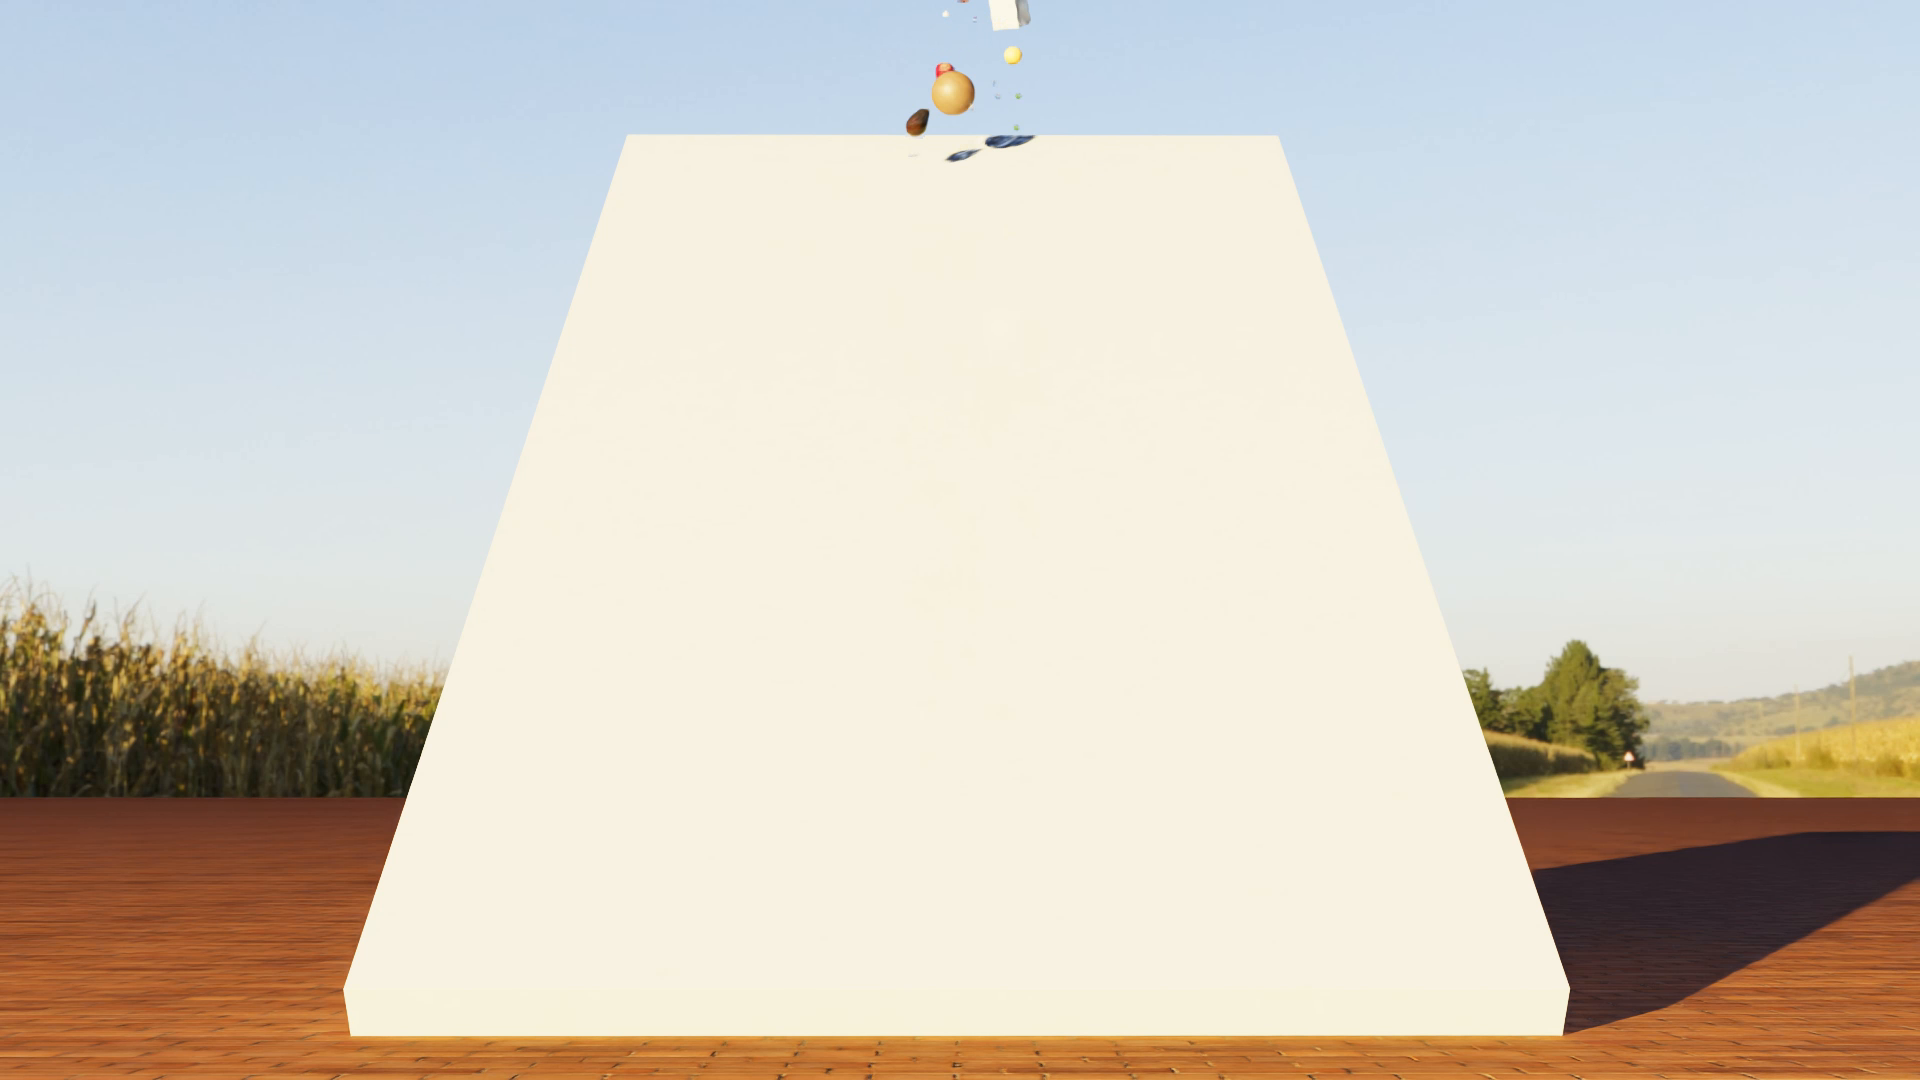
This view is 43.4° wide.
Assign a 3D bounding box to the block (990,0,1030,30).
[{"bbox_3d":[0.145,-1.533,6.997,0.082,0.082,0.082,1,22,28],"label":"block"}]

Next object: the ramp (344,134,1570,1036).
[{"bbox_3d":[-0.013,-0.213,5.694,2.000,0.100,4.000,0,30,0],"label":"ramp"}]

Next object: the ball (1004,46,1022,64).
[{"bbox_3d":[0.162,-1.480,7.361,0.055,0.055,0.055,0,-6,0],"label":"ball"}]
